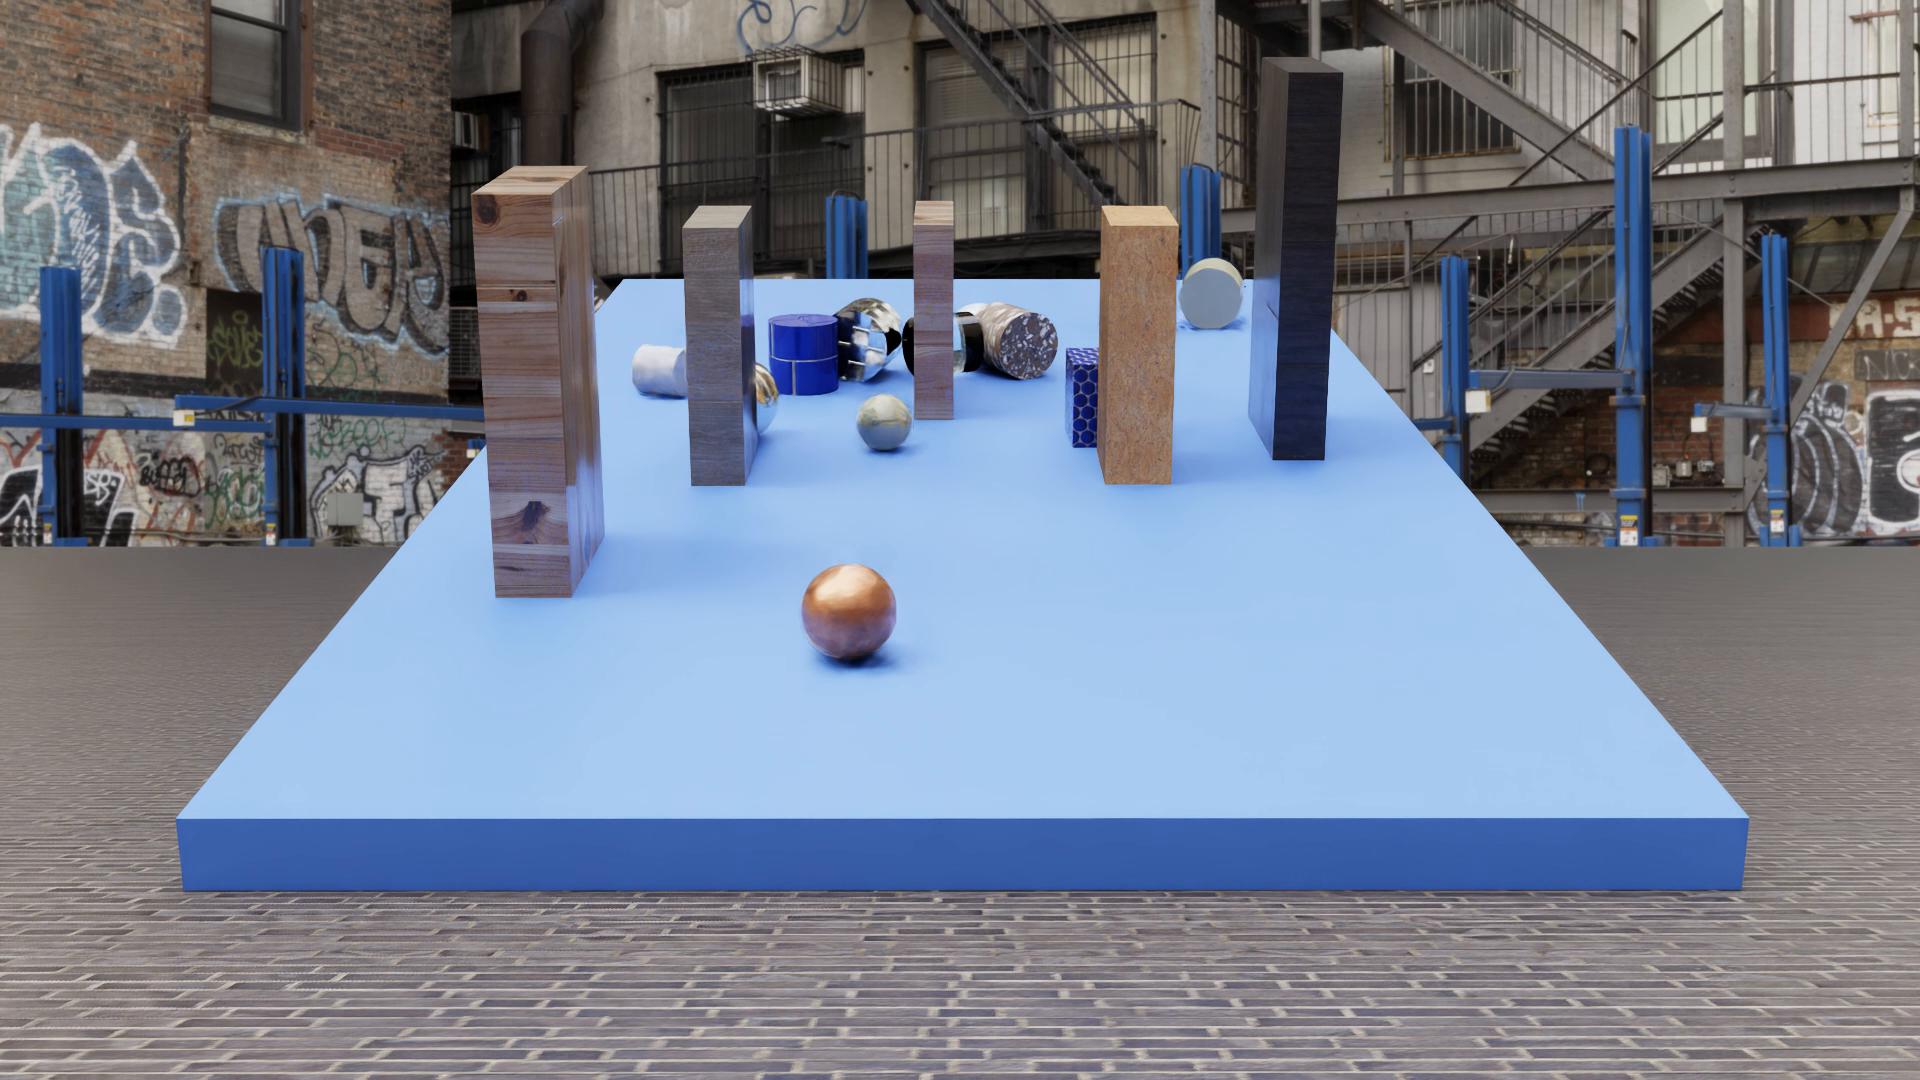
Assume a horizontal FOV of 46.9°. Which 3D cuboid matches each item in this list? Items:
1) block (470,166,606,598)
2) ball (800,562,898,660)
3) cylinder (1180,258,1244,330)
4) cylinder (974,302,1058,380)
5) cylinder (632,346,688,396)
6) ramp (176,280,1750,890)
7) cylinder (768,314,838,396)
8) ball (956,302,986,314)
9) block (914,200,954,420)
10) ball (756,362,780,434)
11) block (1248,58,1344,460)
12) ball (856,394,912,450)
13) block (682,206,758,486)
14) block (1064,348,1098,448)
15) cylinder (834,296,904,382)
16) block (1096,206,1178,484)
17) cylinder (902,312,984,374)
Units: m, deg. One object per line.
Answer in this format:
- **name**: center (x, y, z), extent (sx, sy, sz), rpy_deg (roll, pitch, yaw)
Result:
- **block**: center (-0.709, -0.277, 3.763), extent (0.126, 0.668, 0.370), rpy_deg (0, 17, 0)
- **ball**: center (-0.169, 0.109, 3.381), extent (0.148, 0.148, 0.148), rpy_deg (0, 0, 0)
- **cylinder**: center (0.676, -0.663, 5.954), extent (0.166, 0.166, 0.166), rpy_deg (0, 16, 9)
- **cylinder**: center (0.126, -0.483, 5.356), extent (0.162, 0.162, 0.162), rpy_deg (0, 15, -29)
- **cylinder**: center (-0.685, -0.393, 5.135), extent (0.111, 0.111, 0.111), rpy_deg (6, 3, 23)
- **ramp**: center (-0.002, -0.167, 4.746), extent (2.000, 0.100, 4.000), rpy_deg (0, 17, 0)
- **cylinder**: center (-0.367, -0.435, 5.187), extent (0.163, 0.163, 0.163), rpy_deg (0, 17, 0)
- **ball**: center (0.045, -0.514, 5.483), extent (0.146, 0.146, 0.146), rpy_deg (0, 0, 0)
- **block**: center (-0.058, -0.527, 5.027), extent (0.087, 0.432, 0.380), rpy_deg (0, 17, 0)
- **ball**: center (-0.471, -0.301, 4.712), extent (0.176, 0.176, 0.176), rpy_deg (0, 0, 0)
- **block**: center (0.697, -0.597, 4.642), extent (0.107, 0.785, 0.396), rpy_deg (0, 17, 0)
- **ball**: center (-0.159, -0.246, 4.632), extent (0.117, 0.117, 0.117), rpy_deg (0, 0, 0)
- **block**: center (-0.477, -0.394, 4.437), extent (0.107, 0.510, 0.299), rpy_deg (0, 17, 0)
- **block**: center (0.322, -0.306, 4.728), extent (0.178, 0.178, 0.178), rpy_deg (-1, 17, -3)
- **cylinder**: center (-0.239, -0.482, 5.329), extent (0.174, 0.174, 0.174), rpy_deg (0, 20, 16)
- **block**: center (0.352, -0.394, 4.435), extent (0.131, 0.513, 0.270), rpy_deg (0, 17, 0)
- **cylinder**: center (-0.042, -0.472, 5.345), extent (0.147, 0.147, 0.147), rpy_deg (-6, 3, -29)
